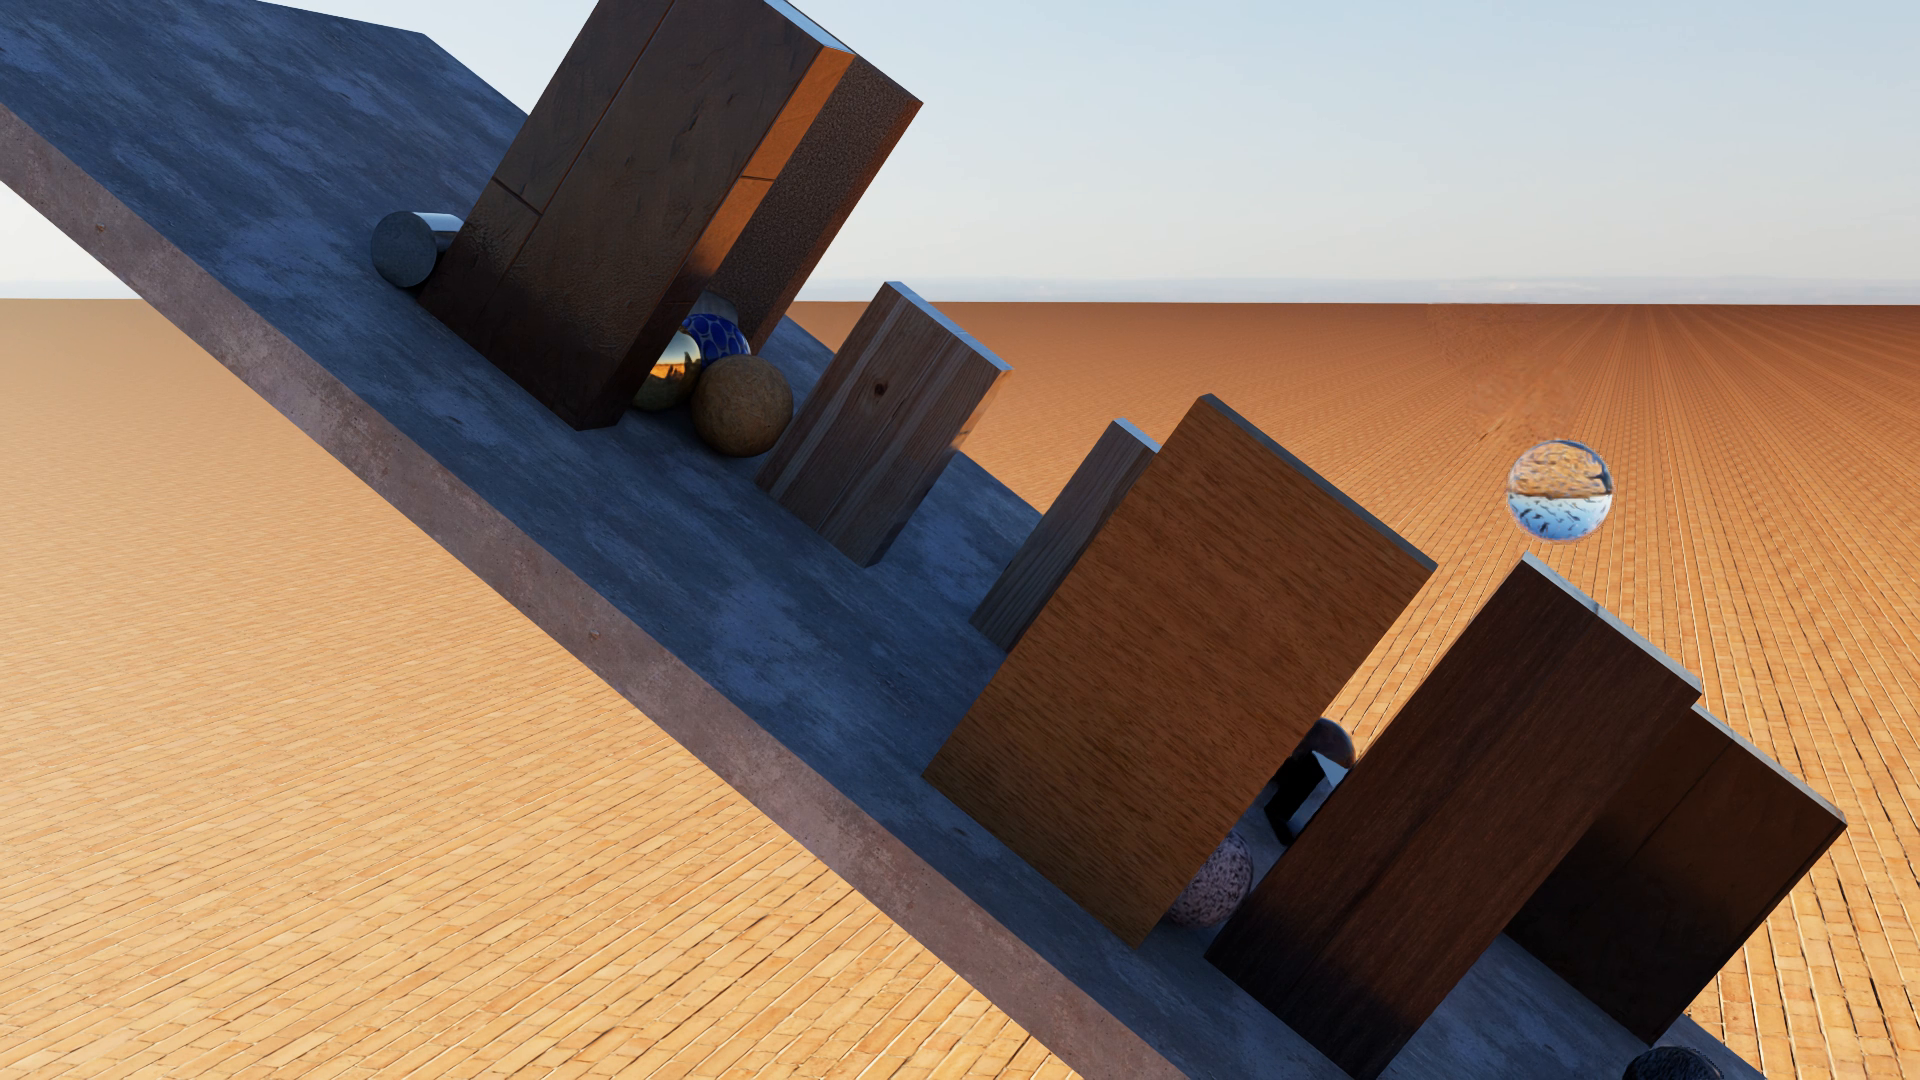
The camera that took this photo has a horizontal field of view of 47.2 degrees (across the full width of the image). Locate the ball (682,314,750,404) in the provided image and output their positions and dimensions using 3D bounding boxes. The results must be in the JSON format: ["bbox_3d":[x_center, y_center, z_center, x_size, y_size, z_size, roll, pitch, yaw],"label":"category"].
[{"bbox_3d":[-0.479,-0.336,4.115,0.175,0.175,0.175,0,7,0],"label":"ball"}]

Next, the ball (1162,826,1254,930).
[{"bbox_3d":[0.362,0.508,3.387,0.180,0.180,0.180,0,7,0],"label":"ball"}]

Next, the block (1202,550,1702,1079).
[{"bbox_3d":[0.727,0.421,3.289,0.312,0.778,0.118,38,16,10],"label":"block"}]

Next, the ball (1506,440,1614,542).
[{"bbox_3d":[1.122,-0.091,4.113,0.193,0.193,0.193,0,7,0],"label":"ball"}]

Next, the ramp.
[{"bbox_3d":[-0.075,0.141,4.075,4.000,0.100,2.000,38,16,10],"label":"ramp"}]

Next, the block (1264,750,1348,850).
[{"bbox_3d":[0.688,0.517,4.098,0.151,0.151,0.151,30,16,-19],"label":"block"}]

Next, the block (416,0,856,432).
[{"bbox_3d":[-0.544,-0.597,3.652,0.364,0.759,0.146,38,16,10],"label":"block"}]

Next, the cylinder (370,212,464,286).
[{"bbox_3d":[-0.917,-0.496,3.758,0.127,0.127,0.127,2,7,17],"label":"cylinder"}]

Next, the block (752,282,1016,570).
[{"bbox_3d":[-0.141,-0.206,3.943,0.264,0.441,0.086,38,16,10],"label":"block"}]

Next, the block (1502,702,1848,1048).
[{"bbox_3d":[1.383,0.637,4.382,0.443,0.588,0.117,38,16,10],"label":"block"}]

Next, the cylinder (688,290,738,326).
[{"bbox_3d":[-0.543,-0.419,4.248,0.162,0.162,0.162,22,-9,-40],"label":"cylinder"}]

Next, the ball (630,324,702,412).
[{"bbox_3d":[-0.547,-0.316,3.918,0.173,0.173,0.173,0,7,0],"label":"ball"}]

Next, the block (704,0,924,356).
[{"bbox_3d":[-0.422,-0.694,4.344,0.385,0.678,0.089,38,16,10],"label":"block"}]

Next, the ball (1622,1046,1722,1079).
[{"bbox_3d":[1.248,0.980,3.846,0.185,0.185,0.185,0,7,0],"label":"ball"}]

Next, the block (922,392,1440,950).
[{"bbox_3d":[0.311,0.195,3.210,0.408,0.710,0.092,38,16,10],"label":"block"}]

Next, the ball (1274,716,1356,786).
[{"bbox_3d":[0.696,0.430,4.335,0.169,0.169,0.169,0,7,0],"label":"ball"}]

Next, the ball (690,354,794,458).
[{"bbox_3d":[-0.395,-0.243,3.983,0.189,0.189,0.189,0,7,0],"label":"ball"}]

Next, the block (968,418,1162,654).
[{"bbox_3d":[0.311,0.086,3.989,0.403,0.464,0.085,38,16,10],"label":"block"}]
